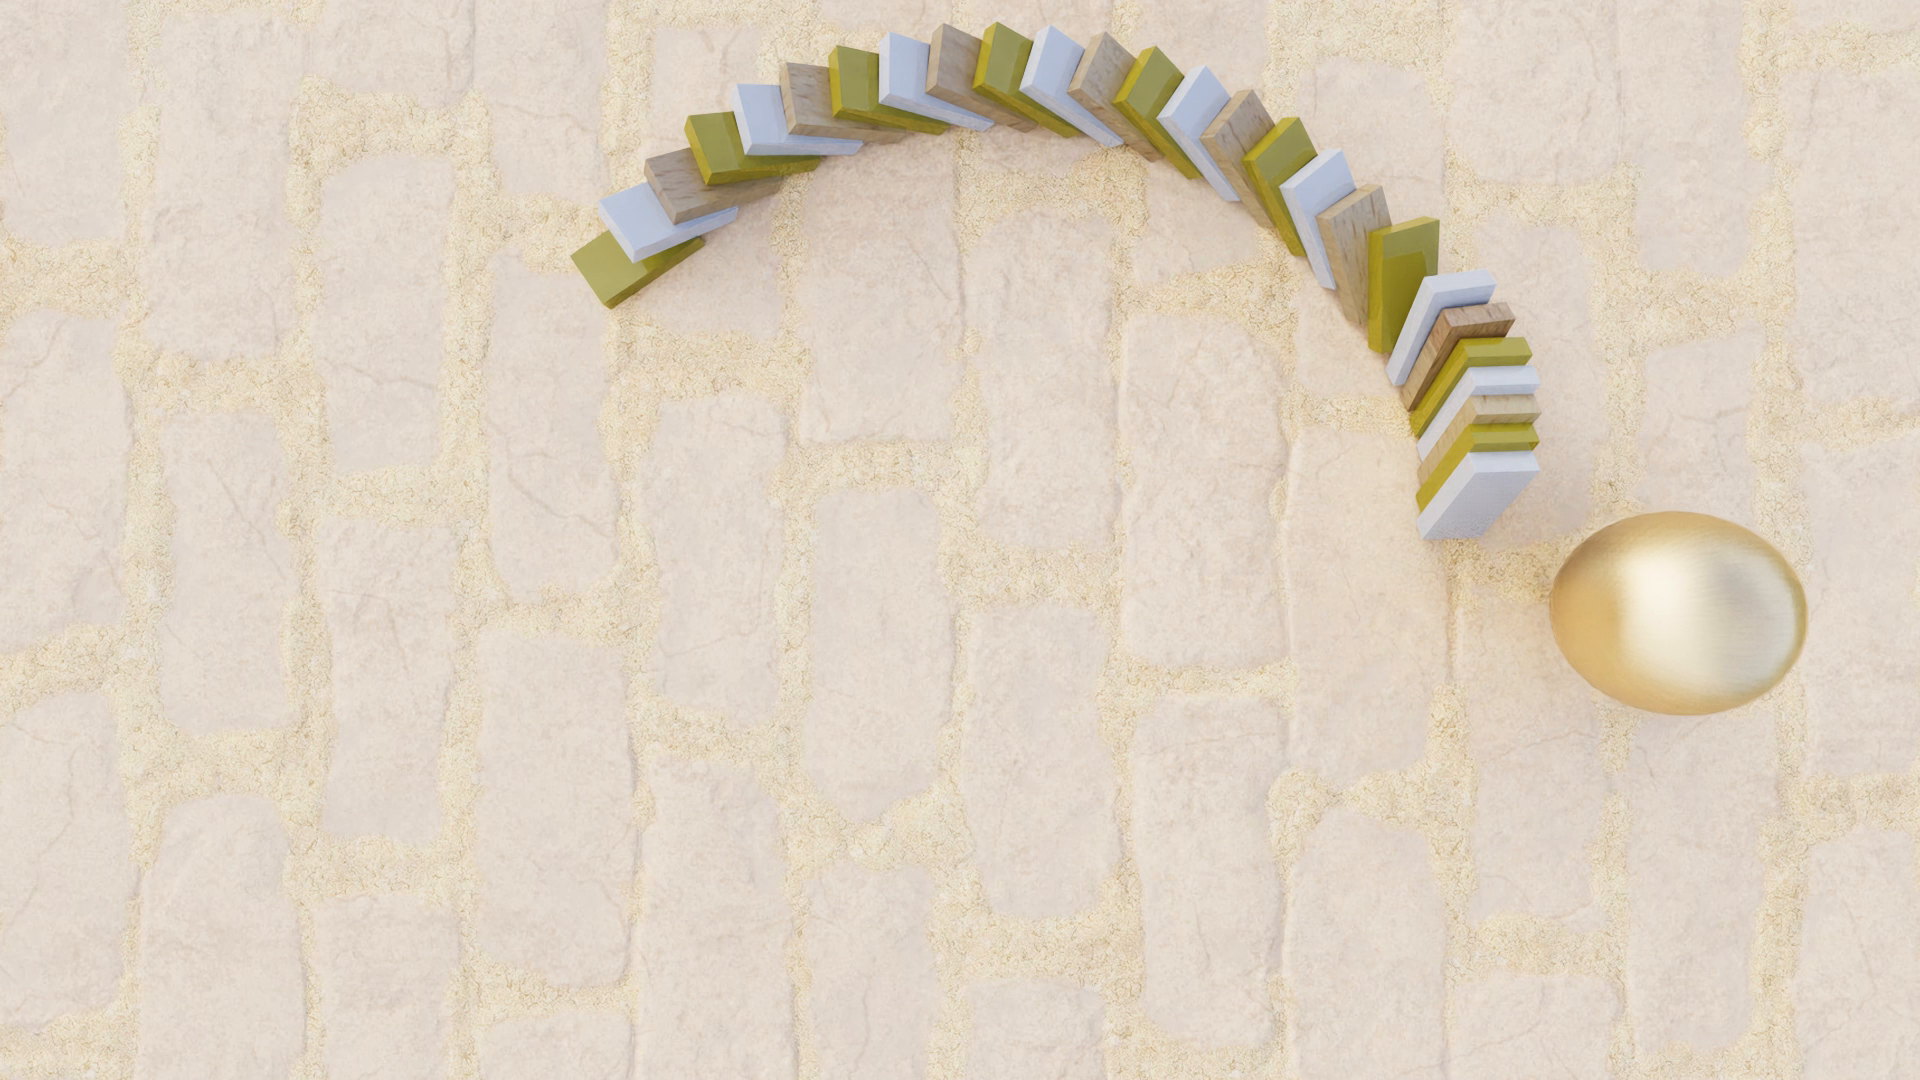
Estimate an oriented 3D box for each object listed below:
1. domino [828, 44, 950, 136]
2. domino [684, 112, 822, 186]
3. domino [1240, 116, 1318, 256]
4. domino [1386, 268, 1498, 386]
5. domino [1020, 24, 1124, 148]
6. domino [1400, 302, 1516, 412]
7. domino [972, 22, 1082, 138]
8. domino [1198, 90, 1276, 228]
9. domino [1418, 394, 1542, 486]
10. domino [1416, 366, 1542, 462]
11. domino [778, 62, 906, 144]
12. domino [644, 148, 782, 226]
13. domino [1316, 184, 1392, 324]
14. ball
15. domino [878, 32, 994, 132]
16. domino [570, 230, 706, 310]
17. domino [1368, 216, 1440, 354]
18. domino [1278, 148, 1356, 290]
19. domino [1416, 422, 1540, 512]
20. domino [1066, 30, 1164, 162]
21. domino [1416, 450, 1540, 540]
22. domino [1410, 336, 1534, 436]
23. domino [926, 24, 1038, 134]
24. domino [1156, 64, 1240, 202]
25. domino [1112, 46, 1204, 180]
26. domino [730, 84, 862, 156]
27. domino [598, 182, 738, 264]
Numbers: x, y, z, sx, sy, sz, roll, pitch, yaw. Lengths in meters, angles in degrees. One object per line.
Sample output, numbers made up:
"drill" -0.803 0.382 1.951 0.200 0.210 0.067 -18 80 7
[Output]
"domino" -0.029 -0.187 0.383 0.050 0.010 0.025 -5 90 -30
"domino" -0.086 -0.165 0.383 0.050 0.010 0.025 -22 89 -30
"domino" 0.140 -0.147 0.383 0.025 0.010 0.050 -45 120 0
"domino" 0.197 -0.086 0.377 0.025 0.050 0.010 -8 54 -1
"domino" 0.051 -0.189 0.383 0.050 0.010 0.025 17 90 -31
"domino" 0.203 -0.074 0.376 0.025 0.050 0.009 -7 57 0
"domino" 0.031 -0.191 0.383 0.050 0.010 0.025 12 90 -31
"domino" 0.124 -0.159 0.383 0.050 0.009 0.025 39 90 -30
"domino" 0.212 -0.040 0.376 0.025 0.050 0.010 -2 59 0
"domino" 0.211 -0.051 0.376 0.025 0.050 0.010 -2 59 0
"domino" -0.049 -0.182 0.383 0.050 0.010 0.025 -9 90 -30
"domino" -0.103 -0.152 0.384 0.050 0.010 0.025 -30 90 -27
"domino" 0.169 -0.119 0.383 0.025 0.009 0.050 -33 121 0
"ball" 0.279 0.029 0.360 0.080 0.080 0.080 0 90 0
"domino" -0.009 -0.191 0.383 0.050 0.010 0.025 1 90 -30
"domino" -0.139 -0.125 0.395 0.050 0.009 0.025 -34 90 0
"domino" 0.185 -0.106 0.383 0.025 0.009 0.050 -17 119 -4
"domino" 0.155 -0.134 0.383 0.025 0.009 0.050 -39 120 0
"domino" 0.211 -0.029 0.376 0.025 0.050 0.009 -2 59 0
"domino" 0.070 -0.184 0.383 0.050 0.009 0.025 24 90 -31
"domino" 0.211 -0.018 0.376 0.025 0.050 0.010 -2 59 0
"domino" 0.208 -0.062 0.376 0.025 0.050 0.009 -2 59 0
"domino" 0.011 -0.192 0.383 0.050 0.009 0.025 7 90 -31
"domino" 0.107 -0.169 0.383 0.050 0.010 0.025 35 90 -30
"domino" 0.089 -0.178 0.383 0.050 0.010 0.025 29 90 -31
"domino" -0.068 -0.176 0.383 0.050 0.010 0.025 -14 90 -30
"domino" -0.122 -0.138 0.383 0.050 0.010 0.025 -35 90 -27
